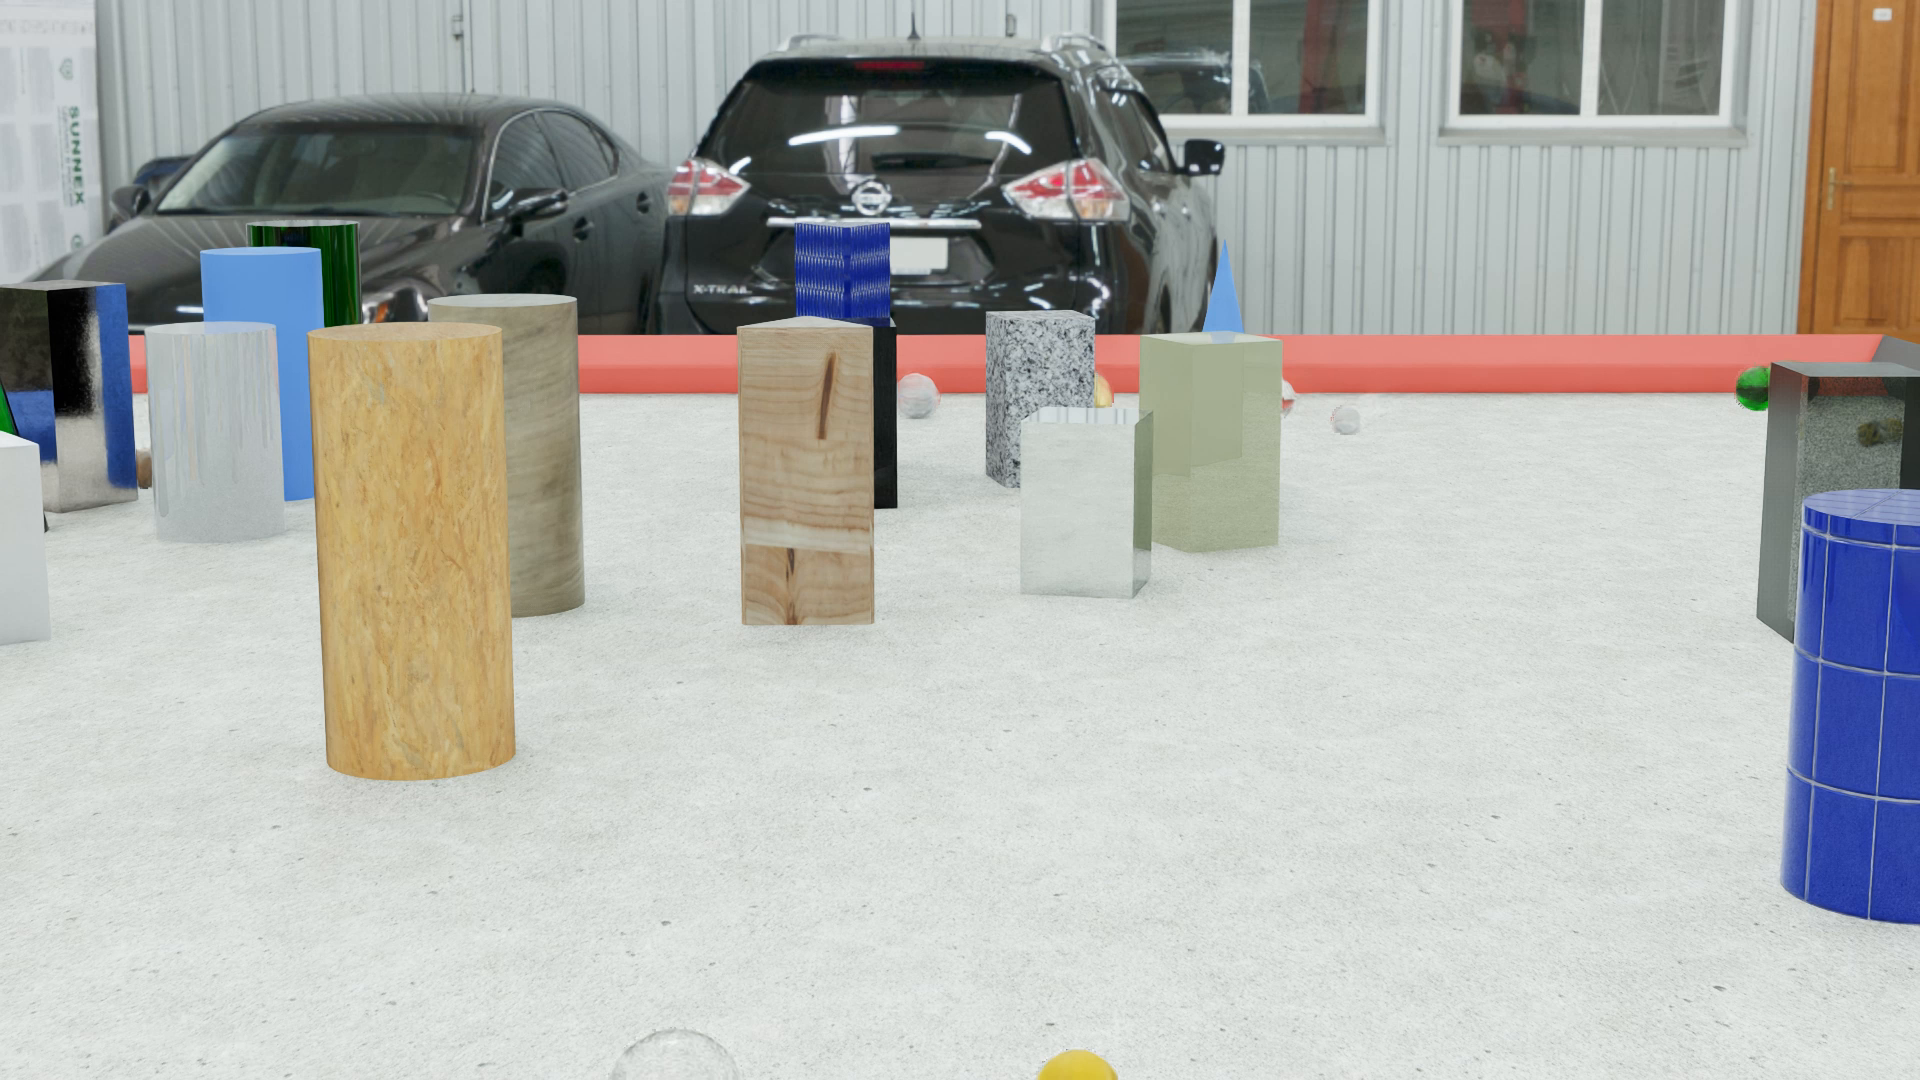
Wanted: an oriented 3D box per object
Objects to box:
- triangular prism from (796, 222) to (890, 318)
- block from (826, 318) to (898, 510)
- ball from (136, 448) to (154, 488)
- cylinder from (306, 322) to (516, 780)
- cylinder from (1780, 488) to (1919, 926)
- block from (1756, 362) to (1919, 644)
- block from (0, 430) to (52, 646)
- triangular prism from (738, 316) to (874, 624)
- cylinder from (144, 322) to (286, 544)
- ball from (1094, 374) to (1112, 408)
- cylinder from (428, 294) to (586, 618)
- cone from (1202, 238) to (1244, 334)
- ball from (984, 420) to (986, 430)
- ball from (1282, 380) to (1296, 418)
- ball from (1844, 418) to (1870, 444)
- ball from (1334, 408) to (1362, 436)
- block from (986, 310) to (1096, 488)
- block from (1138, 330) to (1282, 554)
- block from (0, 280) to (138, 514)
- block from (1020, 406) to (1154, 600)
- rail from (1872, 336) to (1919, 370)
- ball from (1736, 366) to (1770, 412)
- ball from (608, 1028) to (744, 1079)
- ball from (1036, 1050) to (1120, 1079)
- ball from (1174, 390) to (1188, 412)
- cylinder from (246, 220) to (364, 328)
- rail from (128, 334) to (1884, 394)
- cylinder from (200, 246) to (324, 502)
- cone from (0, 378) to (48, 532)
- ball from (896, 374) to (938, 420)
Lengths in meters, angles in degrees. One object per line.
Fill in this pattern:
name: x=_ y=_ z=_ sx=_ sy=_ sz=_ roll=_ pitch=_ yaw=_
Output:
triangular prism: x=-0.191 y=-0.359 z=4.712 sx=0.149 sy=0.442 sz=0.172 roll=-7 pitch=13 yaw=-35
block: x=-0.190 y=-0.215 z=4.313 sx=0.159 sy=0.304 sz=0.159 roll=-1 pitch=11 yaw=-5
ball: x=-1.418 y=-0.125 z=4.468 sx=0.072 sy=0.072 sz=0.072 roll=0 pitch=10 yaw=0
cylinder: x=-0.575 y=0.007 z=2.702 sx=0.198 sy=0.454 sz=0.198 roll=0 pitch=10 yaw=0
cylinder: x=0.837 y=0.142 z=2.265 sx=0.198 sy=0.347 sz=0.198 roll=0 pitch=10 yaw=0
block: x=1.142 y=-0.050 z=3.317 sx=0.159 sy=0.343 sz=0.159 roll=0 pitch=10 yaw=1
block: x=-1.279 y=0.000 z=3.291 sx=0.159 sy=0.253 sz=0.159 roll=-8 pitch=13 yaw=-37
triangular prism: x=-0.203 y=-0.095 z=3.424 sx=0.172 sy=0.393 sz=0.149 roll=0 pitch=10 yaw=-2
cylinder: x=-1.168 y=-0.172 z=4.027 sx=0.198 sy=0.323 sz=0.198 roll=0 pitch=10 yaw=0
ball: x=0.274 y=-0.305 z=5.384 sx=0.091 sy=0.091 sz=0.091 roll=0 pitch=10 yaw=0
cylinder: x=-0.615 y=-0.118 z=3.483 sx=0.198 sy=0.415 sz=0.198 roll=0 pitch=10 yaw=0
cone: x=0.440 y=-0.284 z=4.306 sx=0.198 sy=0.443 sz=0.198 roll=0 pitch=10 yaw=0
ball: x=0.073 y=-0.227 z=5.074 sx=0.052 sy=0.052 sz=0.052 roll=0 pitch=10 yaw=0
ball: x=0.653 y=-0.294 z=5.335 sx=0.088 sy=0.088 sz=0.088 roll=0 pitch=10 yaw=0
ball: x=1.750 y=-0.214 z=5.006 sx=0.050 sy=0.050 sz=0.050 roll=0 pitch=10 yaw=0
ball: x=0.772 y=-0.237 z=5.113 sx=0.056 sy=0.056 sz=0.056 roll=0 pitch=10 yaw=0
block: x=0.141 y=-0.252 z=4.543 sx=0.159 sy=0.293 sz=0.159 roll=-2 pitch=11 yaw=-12
block: x=0.383 y=-0.154 z=3.953 sx=0.159 sy=0.316 sz=0.159 roll=-5 pitch=12 yaw=-25
block: x=-1.504 y=-0.244 z=4.296 sx=0.159 sy=0.367 sz=0.159 roll=7 pitch=12 yaw=32
block: x=0.180 y=-0.055 z=3.616 sx=0.159 sy=0.243 sz=0.159 roll=3 pitch=11 yaw=13
rail: x=2.068 y=0.031 z=3.460 sx=0.045 sy=0.129 sz=4.717 roll=0 pitch=10 yaw=0
ball: x=1.702 y=-0.323 z=5.467 sx=0.096 sy=0.096 sz=0.096 roll=0 pitch=10 yaw=0
ball: x=-0.189 y=0.374 z=1.710 sx=0.094 sy=0.094 sz=0.094 roll=0 pitch=10 yaw=0
ball: x=0.081 y=0.381 z=1.760 sx=0.061 sy=0.061 sz=0.061 roll=0 pitch=10 yaw=0
ball: x=0.479 y=-0.294 z=5.435 sx=0.051 sy=0.051 sz=0.051 roll=0 pitch=10 yaw=0
cylinder: x=-1.185 y=-0.352 z=4.664 sx=0.198 sy=0.446 sz=0.198 roll=0 pitch=10 yaw=0
rail: x=-0.013 y=-0.392 z=5.744 sx=4.184 sy=0.129 sz=0.045 roll=0 pitch=10 yaw=0
cylinder: x=-1.186 y=-0.286 z=4.390 sx=0.198 sy=0.416 sz=0.198 roll=0 pitch=10 yaw=0
cone: x=-1.543 y=-0.224 z=4.012 sx=0.198 sy=0.431 sz=0.198 roll=0 pitch=10 yaw=0
ball: x=-0.092 y=-0.299 z=5.345 sx=0.095 sy=0.095 sz=0.095 roll=0 pitch=10 yaw=0
